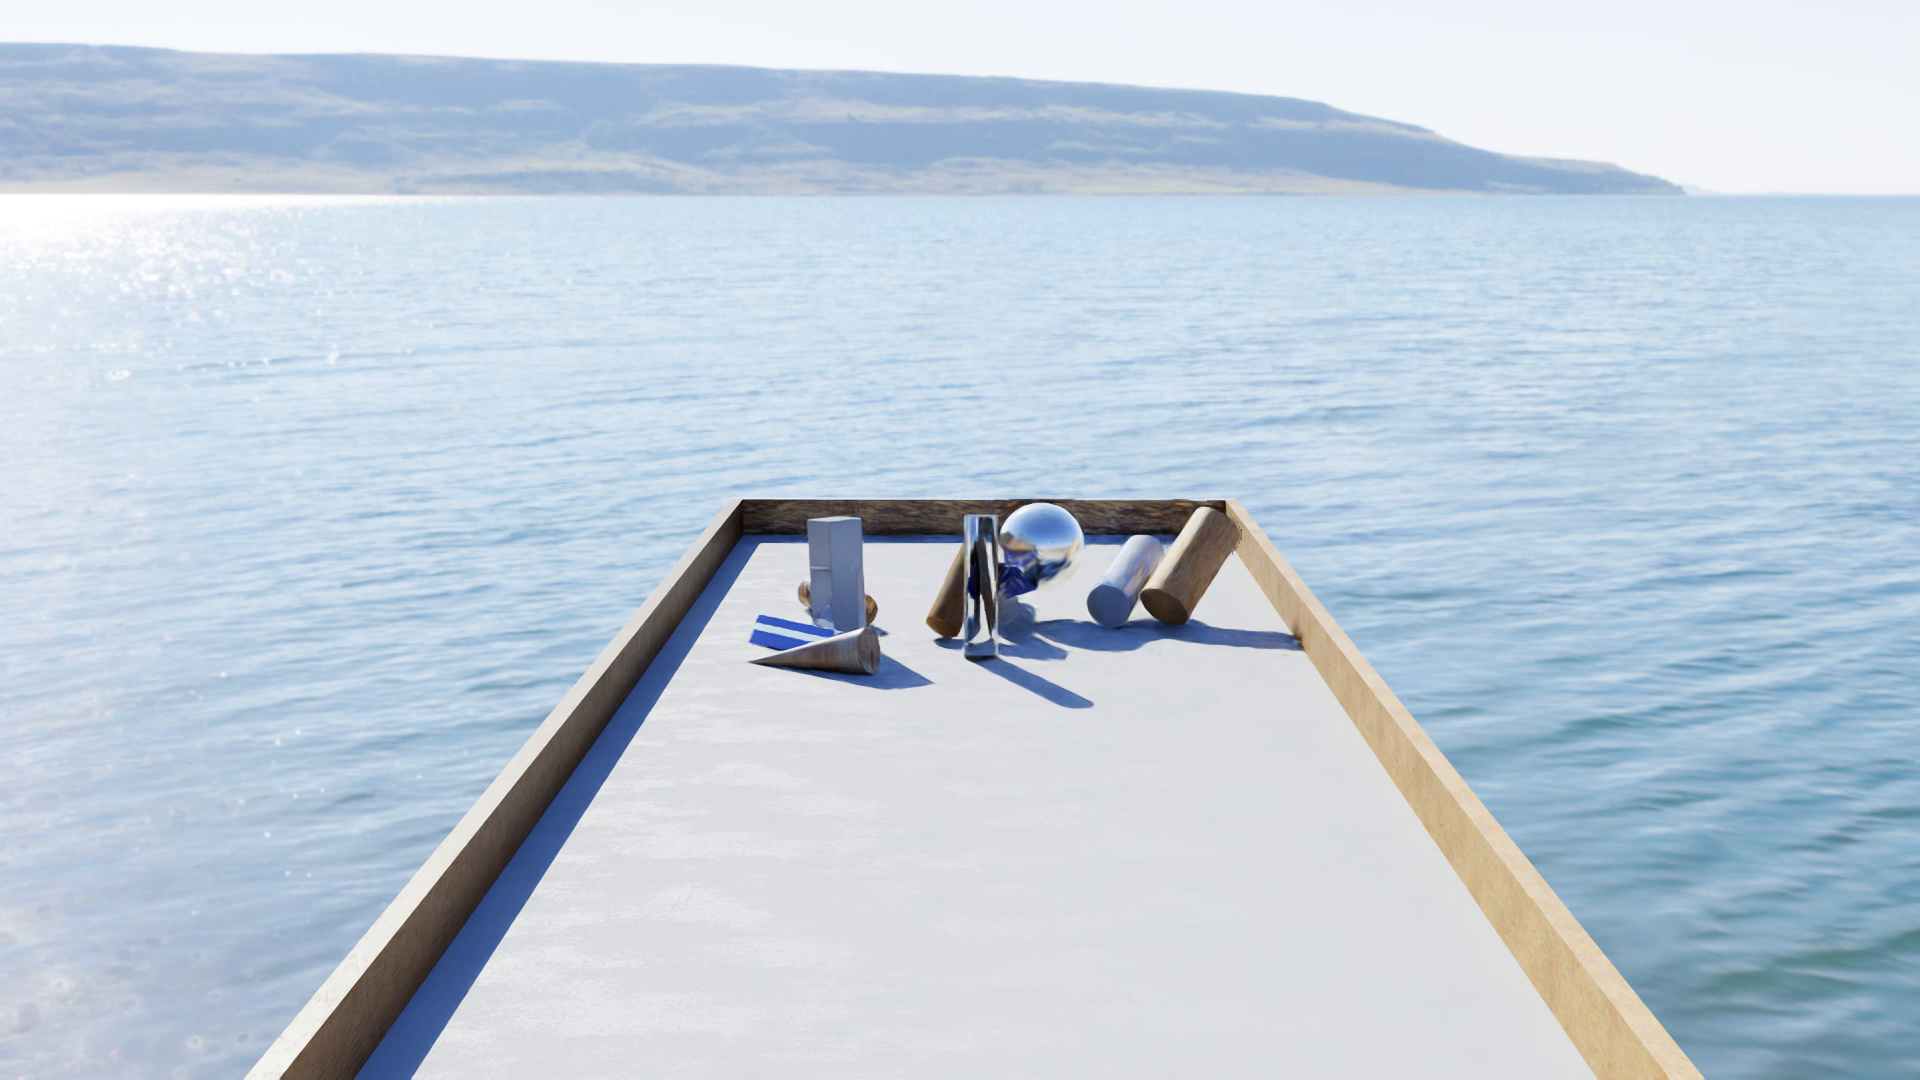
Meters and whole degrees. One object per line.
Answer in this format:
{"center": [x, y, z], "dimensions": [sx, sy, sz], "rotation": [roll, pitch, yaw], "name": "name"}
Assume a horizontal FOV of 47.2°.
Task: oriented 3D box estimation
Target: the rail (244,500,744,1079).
{"center": [-1.004, 0.839, 3.234], "dimensions": [0.050, 0.150, 12.000], "rotation": [0, 9, 1], "name": "rail"}

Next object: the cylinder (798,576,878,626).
{"center": [-0.413, 0.205, 7.361], "dimensions": [0.112, 0.112, 0.383], "rotation": [-5, 10, -29], "name": "cylinder"}

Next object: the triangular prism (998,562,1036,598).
{"center": [0.106, 0.112, 7.194], "dimensions": [0.108, 0.093, 0.427], "rotation": [-15, 9, -20], "name": "triangular prism"}

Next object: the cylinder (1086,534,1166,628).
{"center": [0.559, 0.133, 7.358], "dimensions": [0.151, 0.151, 0.418], "rotation": [3, 25, 21], "name": "cylinder"}

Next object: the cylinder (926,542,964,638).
{"center": [0.008, 0.144, 7.081], "dimensions": [0.115, 0.335, 0.115], "rotation": [20, -29, 11], "name": "cylinder"}

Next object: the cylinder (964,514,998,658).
{"center": [0.065, 0.142, 6.716], "dimensions": [0.105, 0.432, 0.105], "rotation": [0, 5, 0], "name": "cylinder"}

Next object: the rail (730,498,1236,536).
{"center": [0.099, -0.098, 9.147], "dimensions": [2.100, 0.150, 0.050], "rotation": [0, 9, 1], "name": "rail"}

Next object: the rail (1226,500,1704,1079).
{"center": [1.046, 0.843, 3.208], "dimensions": [0.050, 0.150, 12.000], "rotation": [0, 9, 1], "name": "rail"}

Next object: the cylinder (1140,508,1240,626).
{"center": [0.764, 0.086, 7.286], "dimensions": [0.176, 0.176, 0.376], "rotation": [8, 50, 40], "name": "cylinder"}

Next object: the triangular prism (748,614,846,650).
{"center": [-0.486, 0.300, 6.827], "dimensions": [0.099, 0.086, 0.426], "rotation": [-9, 12, -44], "name": "triangular prism"}

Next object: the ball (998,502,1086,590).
{"center": [0.273, 0.022, 7.386], "dimensions": [0.295, 0.295, 0.295], "rotation": [0, 9, 0], "name": "ball"}

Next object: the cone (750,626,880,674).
{"center": [-0.460, 0.349, 6.585], "dimensions": [0.424, 0.142, 0.142], "rotation": [-7, 6, 23], "name": "cone"}

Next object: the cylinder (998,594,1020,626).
{"center": [0.142, 0.184, 7.444], "dimensions": [0.127, 0.127, 0.451], "rotation": [0, 9, 2], "name": "cylinder"}

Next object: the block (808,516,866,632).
{"center": [-0.388, 0.127, 6.935], "dimensions": [0.123, 0.390, 0.123], "rotation": [-7, 7, -36], "name": "block"}
